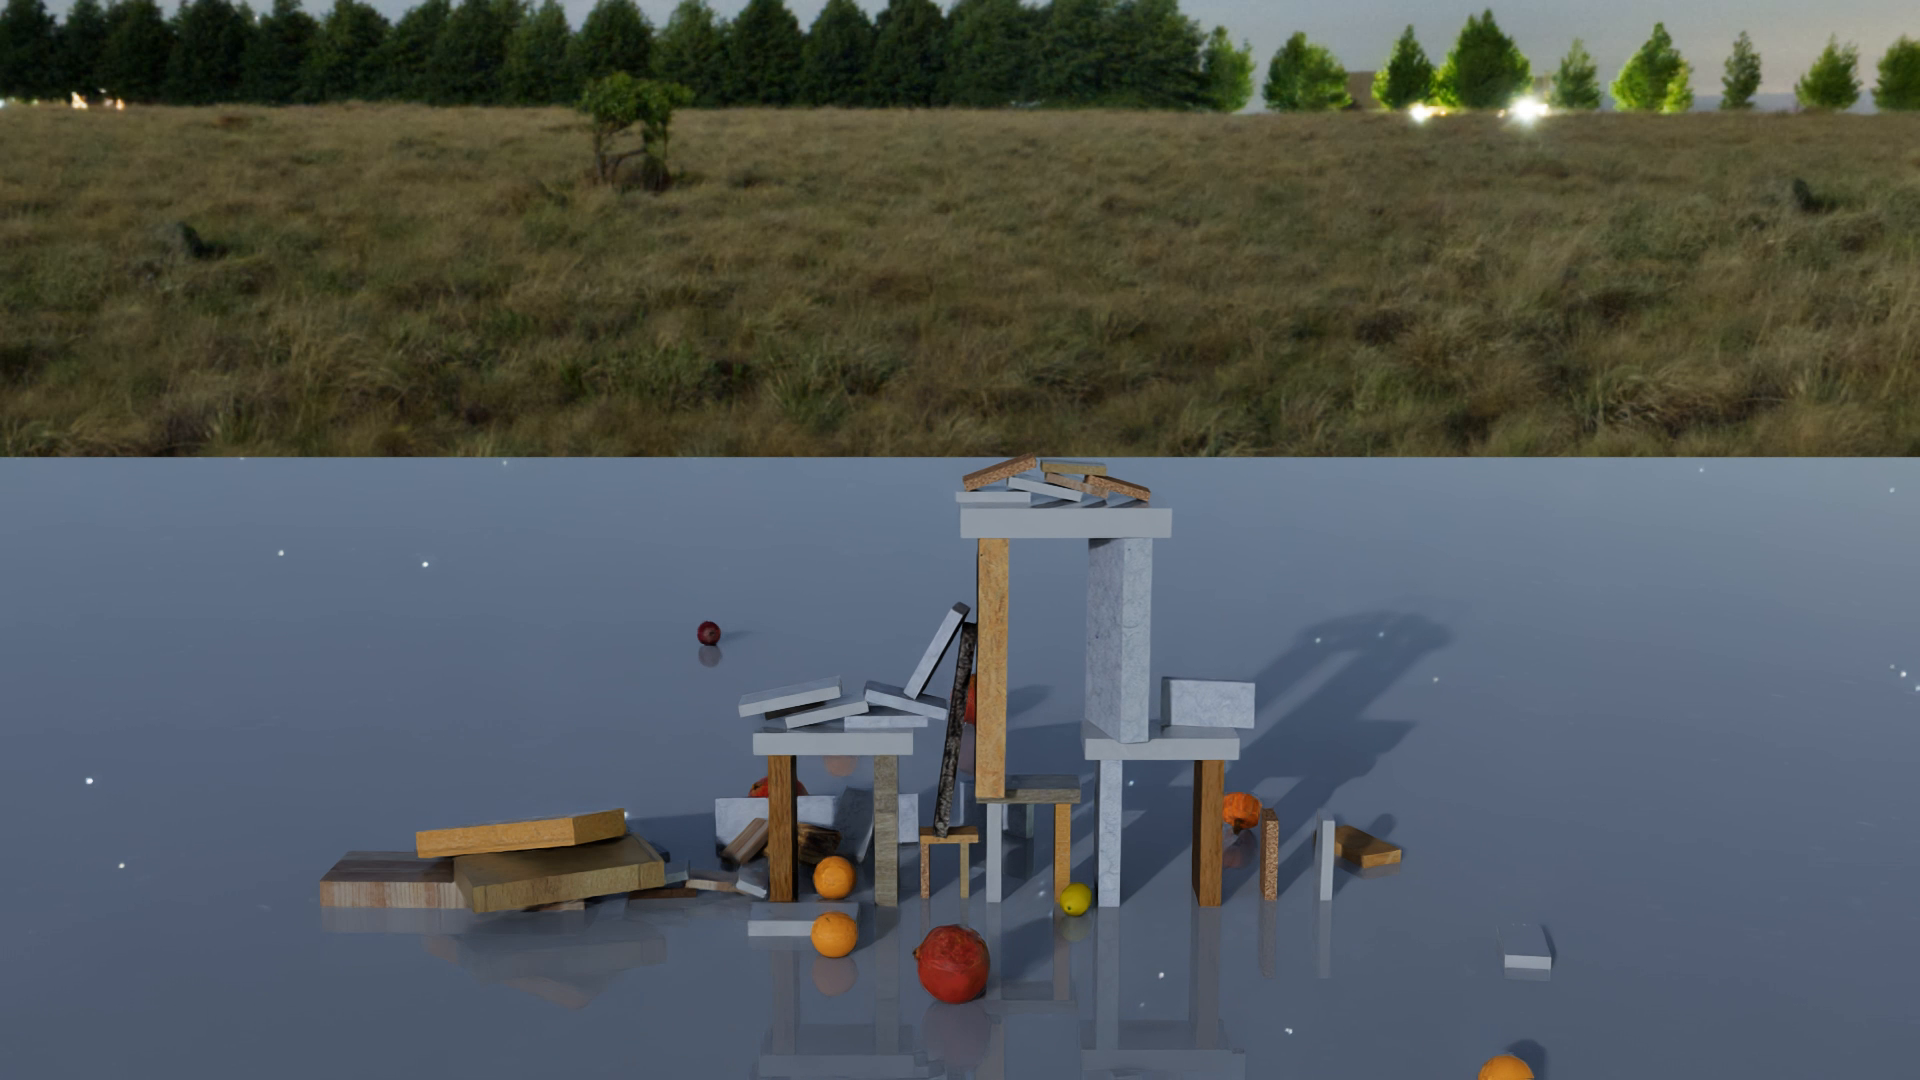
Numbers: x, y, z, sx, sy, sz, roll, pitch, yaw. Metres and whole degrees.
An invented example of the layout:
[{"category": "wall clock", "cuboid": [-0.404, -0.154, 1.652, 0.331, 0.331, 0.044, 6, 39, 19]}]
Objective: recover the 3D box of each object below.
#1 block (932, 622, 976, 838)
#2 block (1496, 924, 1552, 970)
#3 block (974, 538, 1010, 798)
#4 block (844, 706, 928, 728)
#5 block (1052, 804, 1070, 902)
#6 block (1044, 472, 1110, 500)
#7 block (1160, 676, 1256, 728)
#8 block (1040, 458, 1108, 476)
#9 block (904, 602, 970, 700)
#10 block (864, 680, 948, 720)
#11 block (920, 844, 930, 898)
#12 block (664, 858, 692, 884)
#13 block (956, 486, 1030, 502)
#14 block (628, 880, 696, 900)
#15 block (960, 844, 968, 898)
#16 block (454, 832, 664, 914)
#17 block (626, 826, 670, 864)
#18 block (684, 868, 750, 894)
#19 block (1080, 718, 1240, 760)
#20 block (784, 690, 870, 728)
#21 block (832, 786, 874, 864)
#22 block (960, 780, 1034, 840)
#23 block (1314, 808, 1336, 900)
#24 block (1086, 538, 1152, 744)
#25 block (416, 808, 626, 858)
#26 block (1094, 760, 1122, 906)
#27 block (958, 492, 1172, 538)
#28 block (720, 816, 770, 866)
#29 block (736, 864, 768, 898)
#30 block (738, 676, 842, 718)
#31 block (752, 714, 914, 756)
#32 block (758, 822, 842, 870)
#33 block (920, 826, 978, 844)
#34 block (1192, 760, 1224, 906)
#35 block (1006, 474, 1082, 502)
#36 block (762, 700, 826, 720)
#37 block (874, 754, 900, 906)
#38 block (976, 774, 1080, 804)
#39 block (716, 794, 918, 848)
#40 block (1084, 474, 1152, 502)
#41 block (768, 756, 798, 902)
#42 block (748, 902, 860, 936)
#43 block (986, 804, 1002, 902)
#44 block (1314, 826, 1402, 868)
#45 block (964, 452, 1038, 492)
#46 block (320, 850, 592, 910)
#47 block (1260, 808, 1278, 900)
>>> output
[{"category": "block", "cuboid": [-0.009, 0.312, 3.618, 0.023, 0.347, 0.081, 8, 10, -1]}, {"category": "block", "cuboid": [0.872, 0.629, 3.407, 0.068, 0.019, 0.137, 1, 11, 8]}, {"category": "block", "cuboid": [0.051, 0.191, 3.589, 0.047, 0.424, 0.167, 1, 11, 0]}, {"category": "block", "cuboid": [-0.122, 0.290, 3.617, 0.136, 0.019, 0.068, 0, 11, -2]}, {"category": "block", "cuboid": [0.169, 0.507, 3.653, 0.024, 0.170, 0.085, 0, 11, 0]}, {"category": "block", "cuboid": [0.188, -0.092, 3.544, 0.104, 0.015, 0.052, 16, 10, -4]}, {"category": "block", "cuboid": [0.410, 0.268, 3.632, 0.154, 0.077, 0.022, 2, 11, 9]}, {"category": "block", "cuboid": [0.182, -0.118, 3.540, 0.103, 0.015, 0.052, 4, 11, -3]}, {"category": "block", "cuboid": [-0.037, 0.181, 3.610, 0.023, 0.161, 0.081, 31, 11, 5]}, {"category": "block", "cuboid": [-0.090, 0.262, 3.606, 0.136, 0.019, 0.068, 15, 10, -6]}, {"category": "block", "cuboid": [-0.057, 0.543, 3.661, 0.014, 0.095, 0.048, 0, 11, 1]}, {"category": "block", "cuboid": [-0.505, 0.558, 3.658, 0.111, 0.016, 0.055, -12, 13, 1]}, {"category": "block", "cuboid": [0.053, -0.074, 3.550, 0.120, 0.017, 0.060, 0, 11, 0]}, {"category": "block", "cuboid": [-0.496, 0.582, 3.672, 0.111, 0.016, 0.055, -1, 11, -6]}, {"category": "block", "cuboid": [0.007, 0.543, 3.662, 0.014, 0.095, 0.048, 0, 11, -1]}, {"category": "block", "cuboid": [-0.653, 0.540, 3.579, 0.310, 0.044, 0.155, -5, 12, -24]}, {"category": "block", "cuboid": [-0.586, 0.543, 3.857, 0.086, 0.024, 0.172, -7, 13, -33]}, {"category": "block", "cuboid": [-0.406, 0.570, 3.679, 0.111, 0.016, 0.055, 8, 9, -14]}, {"category": "block", "cuboid": [0.327, 0.328, 3.620, 0.249, 0.035, 0.125, 0, 11, 0]}, {"category": "block", "cuboid": [-0.218, 0.278, 3.607, 0.136, 0.019, 0.068, -12, 11, 0]}, {"category": "block", "cuboid": [-0.184, 0.500, 3.859, 0.069, 0.020, 0.138, 12, 48, 7]}, {"category": "block", "cuboid": [0.067, 0.489, 4.000, 0.154, 0.077, 0.022, 9, 14, 39]}, {"category": "block", "cuboid": [0.606, 0.522, 3.658, 0.019, 0.137, 0.068, 1, 11, 0]}, {"category": "block", "cuboid": [0.257, 0.147, 3.580, 0.047, 0.334, 0.167, -3, 11, -17]}, {"category": "block", "cuboid": [-0.732, 0.490, 3.671, 0.310, 0.044, 0.155, -8, -4, 23]}, {"category": "block", "cuboid": [0.245, 0.467, 3.646, 0.035, 0.249, 0.125, 0, 11, 0]}, {"category": "block", "cuboid": [0.166, -0.042, 3.551, 0.334, 0.047, 0.167, 0, 11, -1]}, {"category": "block", "cuboid": [-0.368, 0.527, 3.840, 0.050, 0.014, 0.101, 10, 43, 42]}, {"category": "block", "cuboid": [-0.346, 0.567, 3.657, 0.050, 0.014, 0.101, 22, 4, -6]}, {"category": "block", "cuboid": [-0.277, 0.256, 3.605, 0.166, 0.020, 0.069, -12, 11, 2]}, {"category": "block", "cuboid": [-0.206, 0.318, 3.618, 0.258, 0.037, 0.129, 0, 11, -1]}, {"category": "block", "cuboid": [-0.278, 0.529, 3.828, 0.138, 0.020, 0.069, 7, 56, 34]}, {"category": "block", "cuboid": [-0.019, 0.489, 3.651, 0.095, 0.014, 0.048, -1, 11, -3]}, {"category": "block", "cuboid": [0.410, 0.468, 3.646, 0.035, 0.249, 0.125, 0, 11, 0]}, {"category": "block", "cuboid": [0.136, -0.087, 3.549, 0.120, 0.017, 0.060, 12, 10, -3]}, {"category": "block", "cuboid": [-0.275, 0.272, 3.612, 0.101, 0.014, 0.050, -14, 11, -11]}, {"category": "block", "cuboid": [-0.121, 0.463, 3.647, 0.037, 0.258, 0.129, 0, 11, 0]}, {"category": "block", "cuboid": [0.112, 0.411, 3.634, 0.170, 0.024, 0.085, 0, 11, 0]}, {"category": "block", "cuboid": [-0.254, 0.499, 3.915, 0.359, 0.086, 0.024, -1, -7, -5]}, {"category": "block", "cuboid": [0.254, -0.088, 3.548, 0.104, 0.015, 0.052, 16, 10, -5]}, {"category": "block", "cuboid": [-0.293, 0.463, 3.647, 0.037, 0.258, 0.129, 0, 11, 0]}, {"category": "block", "cuboid": [-0.249, 0.606, 3.516, 0.172, 0.024, 0.086, 0, 11, 1]}, {"category": "block", "cuboid": [0.056, 0.506, 3.655, 0.024, 0.170, 0.085, 0, 11, 0]}, {"category": "block", "cuboid": [0.700, 0.540, 3.878, 0.077, 0.022, 0.154, -5, 12, -25]}, {"category": "block", "cuboid": [0.065, -0.110, 3.543, 0.120, 0.017, 0.060, -19, 10, 3]}, {"category": "block", "cuboid": [-0.828, 0.567, 3.671, 0.436, 0.044, 0.155, 0, 11, 2]}, {"category": "block", "cuboid": [0.514, 0.522, 3.658, 0.019, 0.137, 0.068, 0, 11, 0]}]
